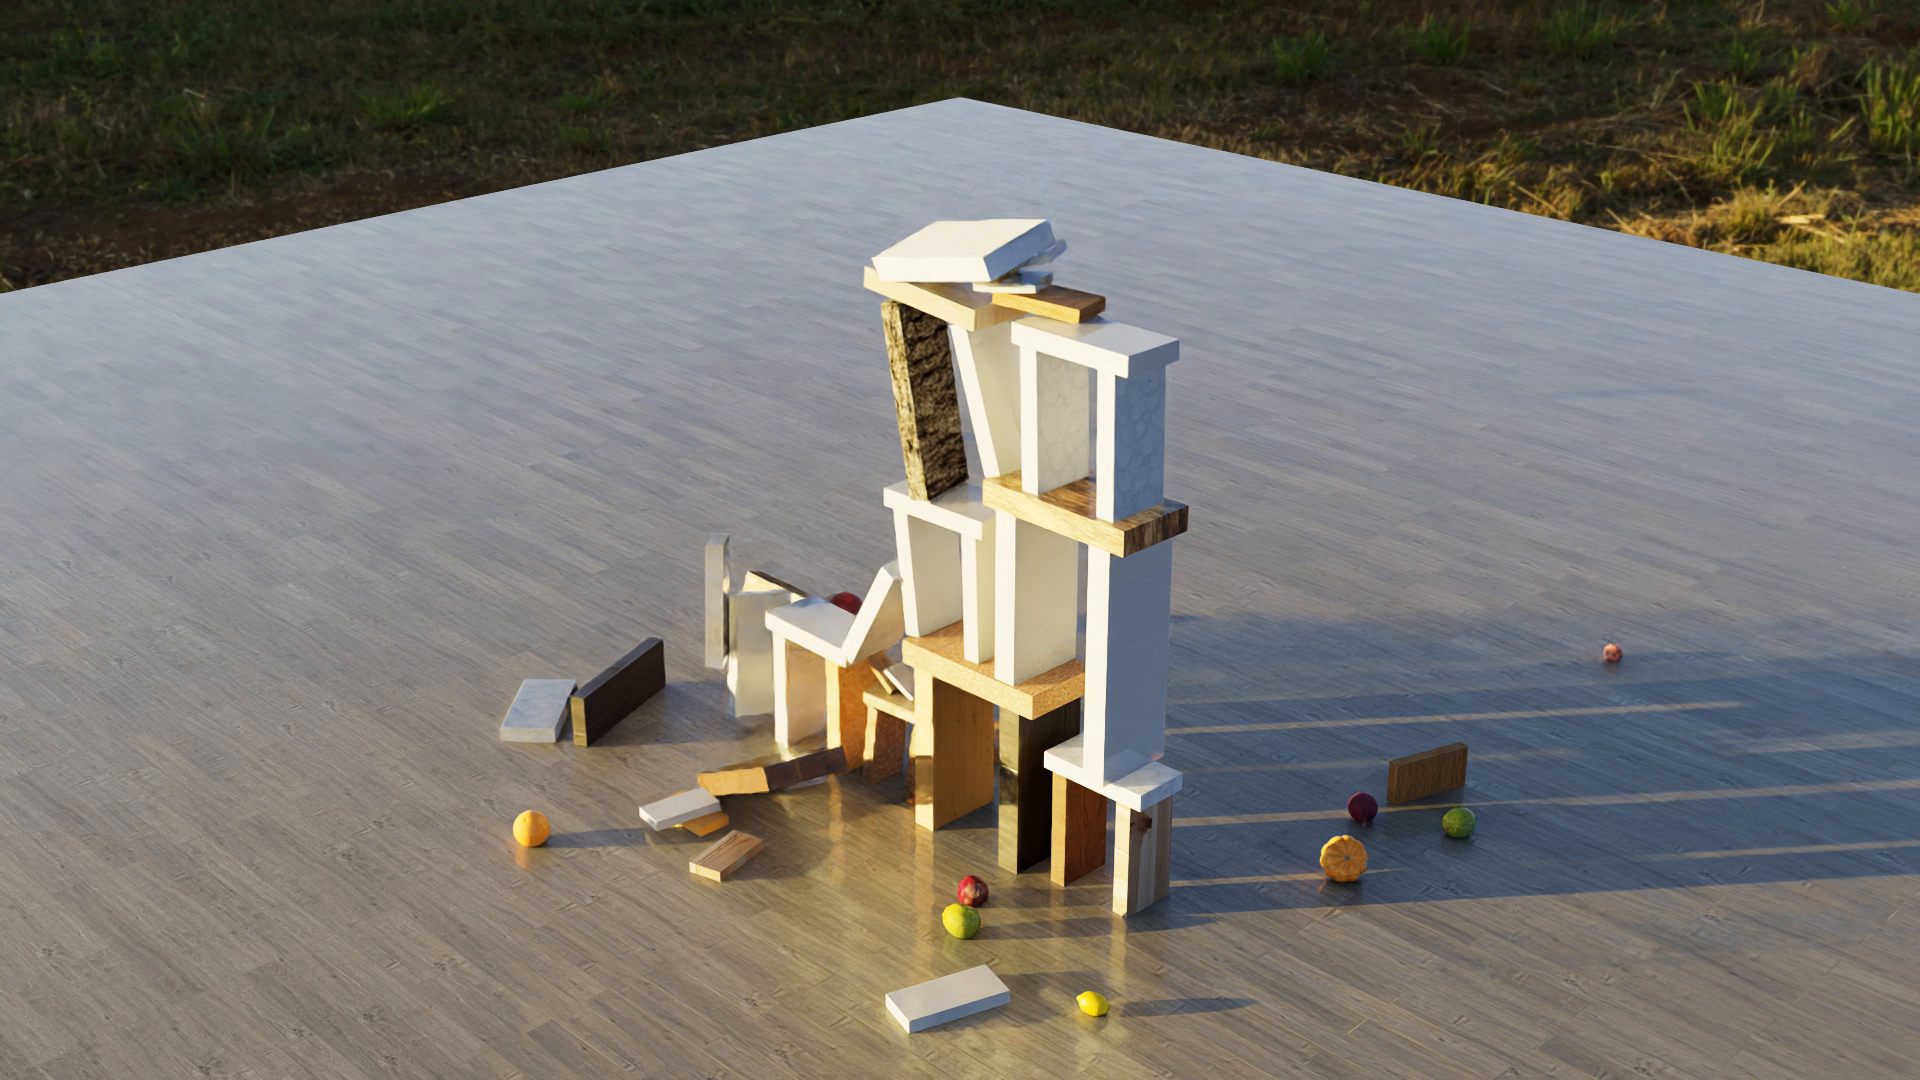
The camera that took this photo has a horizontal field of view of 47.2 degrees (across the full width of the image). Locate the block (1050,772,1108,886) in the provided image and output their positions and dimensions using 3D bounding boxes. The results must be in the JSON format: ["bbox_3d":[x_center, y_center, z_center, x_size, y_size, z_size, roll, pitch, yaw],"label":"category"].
[{"bbox_3d":[0.228,0.532,4.202,0.119,0.238,0.034,-21,31,-41],"label":"block"}]

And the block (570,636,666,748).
[{"bbox_3d":[-0.748,0.331,4.830,0.033,0.117,0.321,10,25,22],"label":"block"}]

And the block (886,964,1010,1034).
[{"bbox_3d":[-0.021,0.801,3.841,0.197,0.026,0.090,-12,26,-25],"label":"block"}]

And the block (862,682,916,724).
[{"bbox_3d":[-0.100,0.331,4.476,0.183,0.026,0.091,18,29,37],"label":"block"}]

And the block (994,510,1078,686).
[{"bbox_3d":[0.144,0.085,4.109,0.171,0.343,0.049,-21,31,-40],"label":"block"}]

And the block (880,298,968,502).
[{"bbox_3d":[-0.065,-0.278,4.160,0.040,0.382,0.142,4,21,35],"label":"block"}]

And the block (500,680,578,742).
[{"bbox_3d":[-0.925,0.374,4.837,0.117,0.033,0.234,1,23,2],"label":"block"}]

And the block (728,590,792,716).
[{"bbox_3d":[-0.437,0.246,4.803,0.133,0.266,0.038,-3,9,-33],"label":"block"}]

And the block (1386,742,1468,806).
[{"bbox_3d":[0.960,0.479,4.516,0.181,0.090,0.026,-11,26,-25],"label":"block"}]

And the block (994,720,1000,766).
[{"bbox_3d":[0.130,0.446,4.666,0.117,0.033,0.234,-14,27,-30],"label":"block"}]

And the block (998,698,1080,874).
[{"bbox_3d":[0.153,0.455,4.245,0.049,0.346,0.173,21,31,41],"label":"block"}]

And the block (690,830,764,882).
[{"bbox_3d":[-0.454,0.614,4.287,0.072,0.020,0.144,13,26,28],"label":"block"}]

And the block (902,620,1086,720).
[{"bbox_3d":[0.072,0.241,4.244,0.347,0.049,0.173,21,31,40],"label":"block"}]

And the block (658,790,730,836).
[{"bbox_3d":[-0.540,0.551,4.437,0.072,0.020,0.144,-21,31,-40],"label":"block"}]

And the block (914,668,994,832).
[{"bbox_3d":[-0.010,0.391,4.396,0.049,0.346,0.173,21,31,41],"label":"block"}]

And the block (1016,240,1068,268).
[{"bbox_3d":[0.119,-0.500,3.869,0.130,0.018,0.065,-2,28,39],"label":"block"}]

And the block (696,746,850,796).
[{"bbox_3d":[-0.376,0.457,4.332,0.162,0.046,0.478,-14,-2,-23],"label":"block"}]

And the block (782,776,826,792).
[{"bbox_3d":[-0.331,0.498,4.571,0.092,0.013,0.046,-11,25,-24],"label":"block"}]

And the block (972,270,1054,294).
[{"bbox_3d":[0.095,-0.461,3.919,0.130,0.018,0.065,7,30,33],"label":"block"}]

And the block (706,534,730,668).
[{"bbox_3d":[-0.519,0.129,4.709,0.038,0.266,0.133,1,11,0],"label":"block"}]

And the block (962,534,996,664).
[{"bbox_3d":[0.064,0.095,4.194,0.036,0.257,0.128,19,29,41],"label":"block"}]

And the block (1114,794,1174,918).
[{"bbox_3d":[0.342,0.575,4.102,0.119,0.238,0.034,-20,30,-39],"label":"block"}]

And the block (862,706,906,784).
[{"bbox_3d":[-0.154,0.410,4.559,0.091,0.183,0.026,-21,39,-41],"label":"block"}]

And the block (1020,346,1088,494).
[{"bbox_3d":[0.170,-0.229,3.938,0.135,0.269,0.038,-21,29,-40],"label":"block"}]

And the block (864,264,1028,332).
[{"bbox_3d":[-0.027,-0.459,4.040,0.283,0.040,0.142,26,34,37],"label":"block"}]

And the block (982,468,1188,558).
[{"bbox_3d":[0.223,-0.063,3.956,0.171,0.049,0.343,-21,31,-40],"label":"block"}]

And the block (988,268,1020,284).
[{"bbox_3d":[0.036,-0.486,3.948,0.130,0.018,0.065,13,35,38],"label":"block"}]

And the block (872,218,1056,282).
[{"bbox_3d":[0.004,-0.517,3.924,0.162,0.046,0.323,-34,25,-30],"label":"block"}]

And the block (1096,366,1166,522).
[{"bbox_3d":[0.298,-0.178,3.820,0.135,0.269,0.038,-21,30,-40],"label":"block"}]

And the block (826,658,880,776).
[{"bbox_3d":[-0.216,0.350,4.603,0.130,0.260,0.037,-21,31,-40],"label":"block"}]

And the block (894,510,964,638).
[{"bbox_3d":[-0.059,0.049,4.307,0.128,0.256,0.036,-21,24,-40],"label":"block"}]

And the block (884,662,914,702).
[{"bbox_3d":[-0.108,0.289,4.480,0.046,0.013,0.092,-20,53,-39],"label":"block"}]

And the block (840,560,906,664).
[{"bbox_3d":[-0.139,0.131,4.408,0.133,0.266,0.038,-23,62,-40],"label":"block"}]

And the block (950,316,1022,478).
[{"bbox_3d":[0.079,-0.271,4.032,0.142,0.283,0.040,-21,12,-39],"label":"block"}]

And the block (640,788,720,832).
[{"bbox_3d":[-0.561,0.539,4.411,0.144,0.020,0.072,-15,27,-32],"label":"block"}]

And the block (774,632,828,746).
[{"bbox_3d":[-0.336,0.301,4.718,0.037,0.260,0.130,22,31,40],"label":"block"}]

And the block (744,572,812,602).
[{"bbox_3d":[-0.393,0.195,5.072,0.046,0.162,0.323,2,14,-43],"label":"block"}]

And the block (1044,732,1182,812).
[{"bbox_3d":[0.285,0.429,4.098,0.238,0.034,0.119,21,31,41],"label":"block"}]

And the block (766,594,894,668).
[{"bbox_3d":[-0.274,0.189,4.601,0.130,0.037,0.260,-20,30,-39],"label":"block"}]

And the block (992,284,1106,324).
[{"bbox_3d":[0.158,-0.427,3.919,0.181,0.026,0.090,17,30,30],"label":"block"}]

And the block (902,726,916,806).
[{"bbox_3d":[-0.065,0.445,4.476,0.091,0.183,0.026,-21,42,-41],"label":"block"}]

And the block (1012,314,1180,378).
[{"bbox_3d":[0.234,-0.345,3.819,0.269,0.038,0.135,21,31,40],"label":"block"}]

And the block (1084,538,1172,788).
[{"bbox_3d":[0.304,0.206,3.983,0.171,0.467,0.049,-21,31,-41],"label":"block"}]

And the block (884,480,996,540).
[{"bbox_3d":[-0.009,-0.068,4.202,0.256,0.036,0.128,20,30,39],"label":"block"}]

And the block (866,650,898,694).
[{"bbox_3d":[-0.150,0.270,4.505,0.046,0.013,0.092,-20,64,-39],"label":"block"}]
